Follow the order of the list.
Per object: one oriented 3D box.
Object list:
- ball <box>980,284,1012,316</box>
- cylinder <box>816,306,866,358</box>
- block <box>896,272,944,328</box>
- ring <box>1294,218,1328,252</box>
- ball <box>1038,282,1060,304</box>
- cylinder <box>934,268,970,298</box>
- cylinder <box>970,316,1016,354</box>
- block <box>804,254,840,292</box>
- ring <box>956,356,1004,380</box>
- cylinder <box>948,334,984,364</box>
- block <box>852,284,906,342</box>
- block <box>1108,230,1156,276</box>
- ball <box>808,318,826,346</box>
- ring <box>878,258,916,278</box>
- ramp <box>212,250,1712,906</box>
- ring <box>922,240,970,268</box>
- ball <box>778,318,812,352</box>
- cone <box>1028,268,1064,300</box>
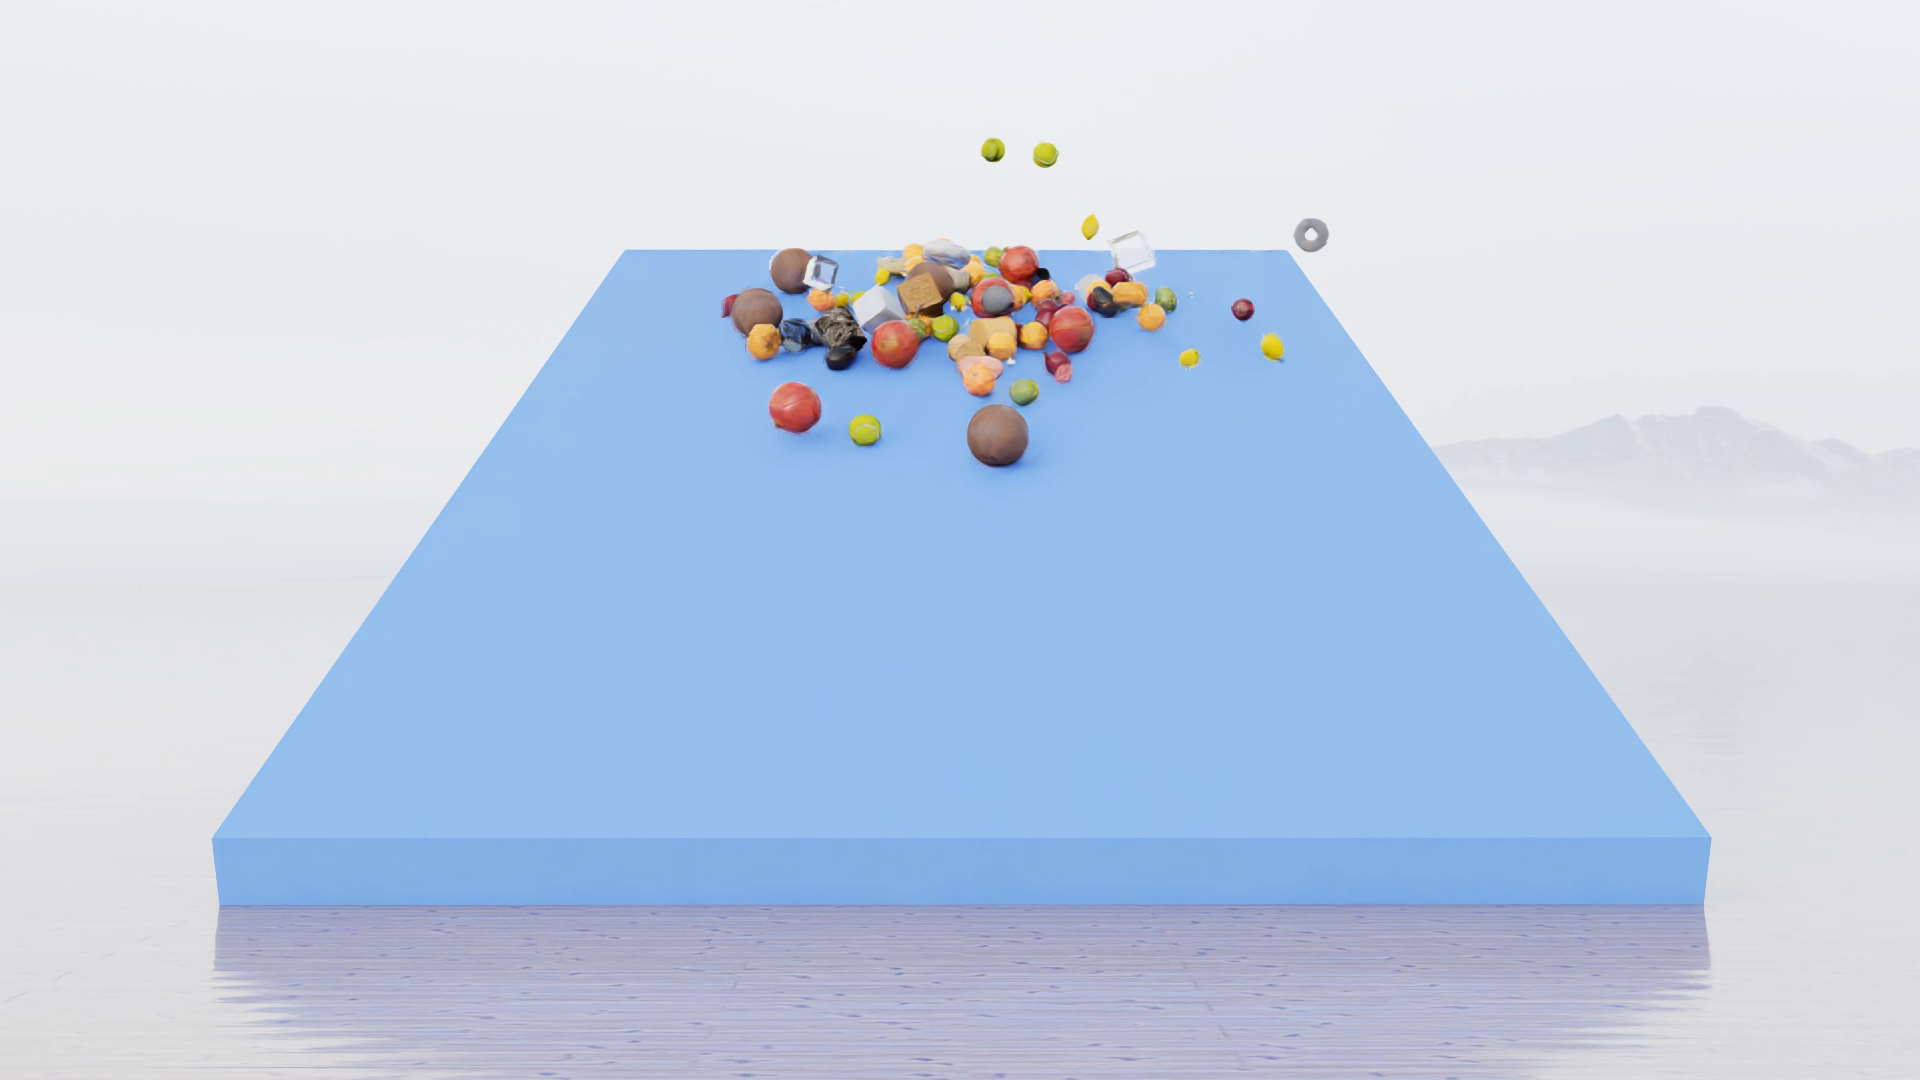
[{"bbox_3d":[0.089,-0.594,5.565,0.076,0.076,0.076,0,-1,0],"label":"ball"},{"bbox_3d":[-0.289,-0.505,5.461,0.092,0.092,0.092,-28,-18,-10],"label":"cylinder"},{"bbox_3d":[-0.101,-0.614,5.759,0.090,0.090,0.090,-23,-19,-7],"label":"block"},{"bbox_3d":[0.921,-0.801,5.890,0.092,0.092,0.031,0,15,1],"label":"ring"},{"bbox_3d":[0.240,-0.668,6.064,0.061,0.061,0.061,0,-1,0],"label":"ball"},{"bbox_3d":[-0.023,-0.703,6.125,0.074,0.074,0.074,5,-3,-27],"label":"cylinder"},{"bbox_3d":[0.082,-0.505,5.537,0.086,0.086,0.086,-8,3,-28],"label":"cylinder"},{"bbox_3d":[-0.362,-0.698,5.866,0.064,0.064,0.064,20,-18,-21],"label":"block"},{"bbox_3d":[0.048,-0.409,5.332,0.112,0.037,0.112,3,21,-1],"label":"ring"},{"bbox_3d":[0.014,-0.453,5.411,0.071,0.071,0.071,0,18,-18],"label":"cylinder"},{"bbox_3d":[-0.200,-0.566,5.595,0.085,0.085,0.085,-36,-40,20],"label":"block"},{"bbox_3d":[0.486,-0.811,6.352,0.091,0.091,0.091,-18,-9,20],"label":"block"},{"bbox_3d":[-0.353,-0.519,5.603,0.071,0.071,0.071,0,-1,0],"label":"ball"},{"bbox_3d":[-0.180,-0.777,6.404,0.116,0.039,0.116,10,17,-3],"label":"ring"},{"bbox_3d":[-0.004,-0.193,4.905,2.000,0.100,4.000,0,19,0],"label":"ramp"},{"bbox_3d":[-0.032,-0.709,5.568,0.123,0.041,0.123,14,-7,2],"label":"ring"},{"bbox_3d":[-0.408,-0.506,5.541,0.087,0.087,0.087,0,-1,0],"label":"ball"},{"bbox_3d":[0.249,-0.687,6.154,0.091,0.091,0.091,20,-13,-35],"label":"cone"}]
